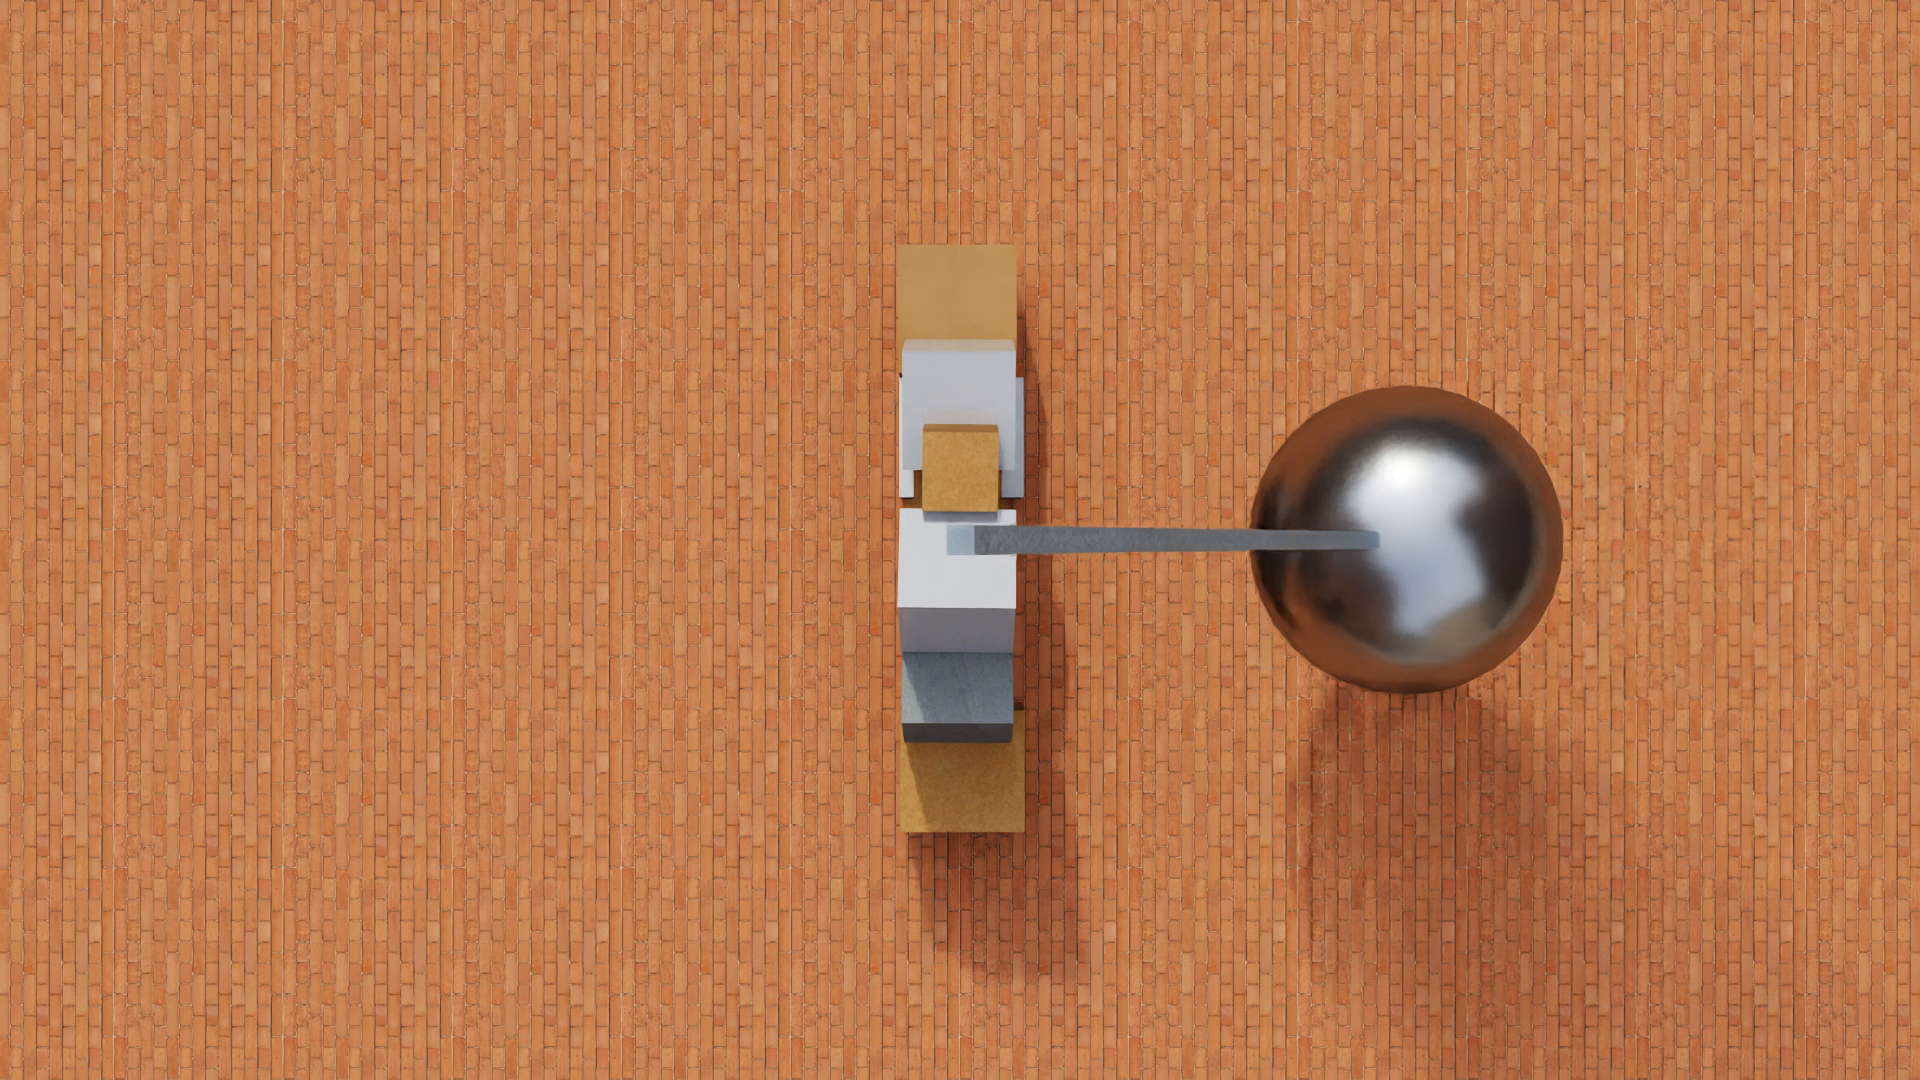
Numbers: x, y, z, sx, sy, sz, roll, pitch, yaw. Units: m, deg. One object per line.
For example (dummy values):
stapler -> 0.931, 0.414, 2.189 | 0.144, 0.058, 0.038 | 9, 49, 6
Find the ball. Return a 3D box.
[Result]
ball -> 2.295, 0.000, 11.367 | 1.600, 1.600, 1.600 | 0, 90, 0

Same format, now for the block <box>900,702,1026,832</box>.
block -> 0.015, 1.298, 12.671 | 0.701, 0.658, 0.684 | 0, 90, 0

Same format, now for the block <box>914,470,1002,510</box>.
block -> -0.012, -0.221, 12.195 | 0.480, 0.447, 0.414 | 0, 90, 0

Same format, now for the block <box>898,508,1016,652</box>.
block -> -0.014, 0.220, 11.548 | 0.599, 0.678, 0.543 | 1, 68, 0

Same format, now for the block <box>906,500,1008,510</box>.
block -> -0.018, 0.079, 12.732 | 0.576, 0.537, 0.622 | 0, 90, 0

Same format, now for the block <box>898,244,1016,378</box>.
block -> -0.013, -1.284, 12.606 | 0.657, 0.789, 0.711 | 0, 90, 0

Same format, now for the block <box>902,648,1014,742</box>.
block -> -0.013, 0.760, 12.071 | 0.596, 0.625, 0.605 | 0, 75, 0

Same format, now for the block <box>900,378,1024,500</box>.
block -> 0.008, -0.580, 12.709 | 0.701, 0.582, 0.676 | 0, 90, 0

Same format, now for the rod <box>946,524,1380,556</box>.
rod -> 0.994, 0.000, 8.226 | 0.080, 5.200, 0.080 | 0, 90, 22

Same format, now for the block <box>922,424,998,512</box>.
block -> 0.001, -0.380, 11.445 | 0.388, 0.446, 0.406 | 1, 98, 0

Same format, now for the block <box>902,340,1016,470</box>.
block -> -0.006, -0.741, 11.930 | 0.598, 0.624, 0.631 | 0, 101, 0
